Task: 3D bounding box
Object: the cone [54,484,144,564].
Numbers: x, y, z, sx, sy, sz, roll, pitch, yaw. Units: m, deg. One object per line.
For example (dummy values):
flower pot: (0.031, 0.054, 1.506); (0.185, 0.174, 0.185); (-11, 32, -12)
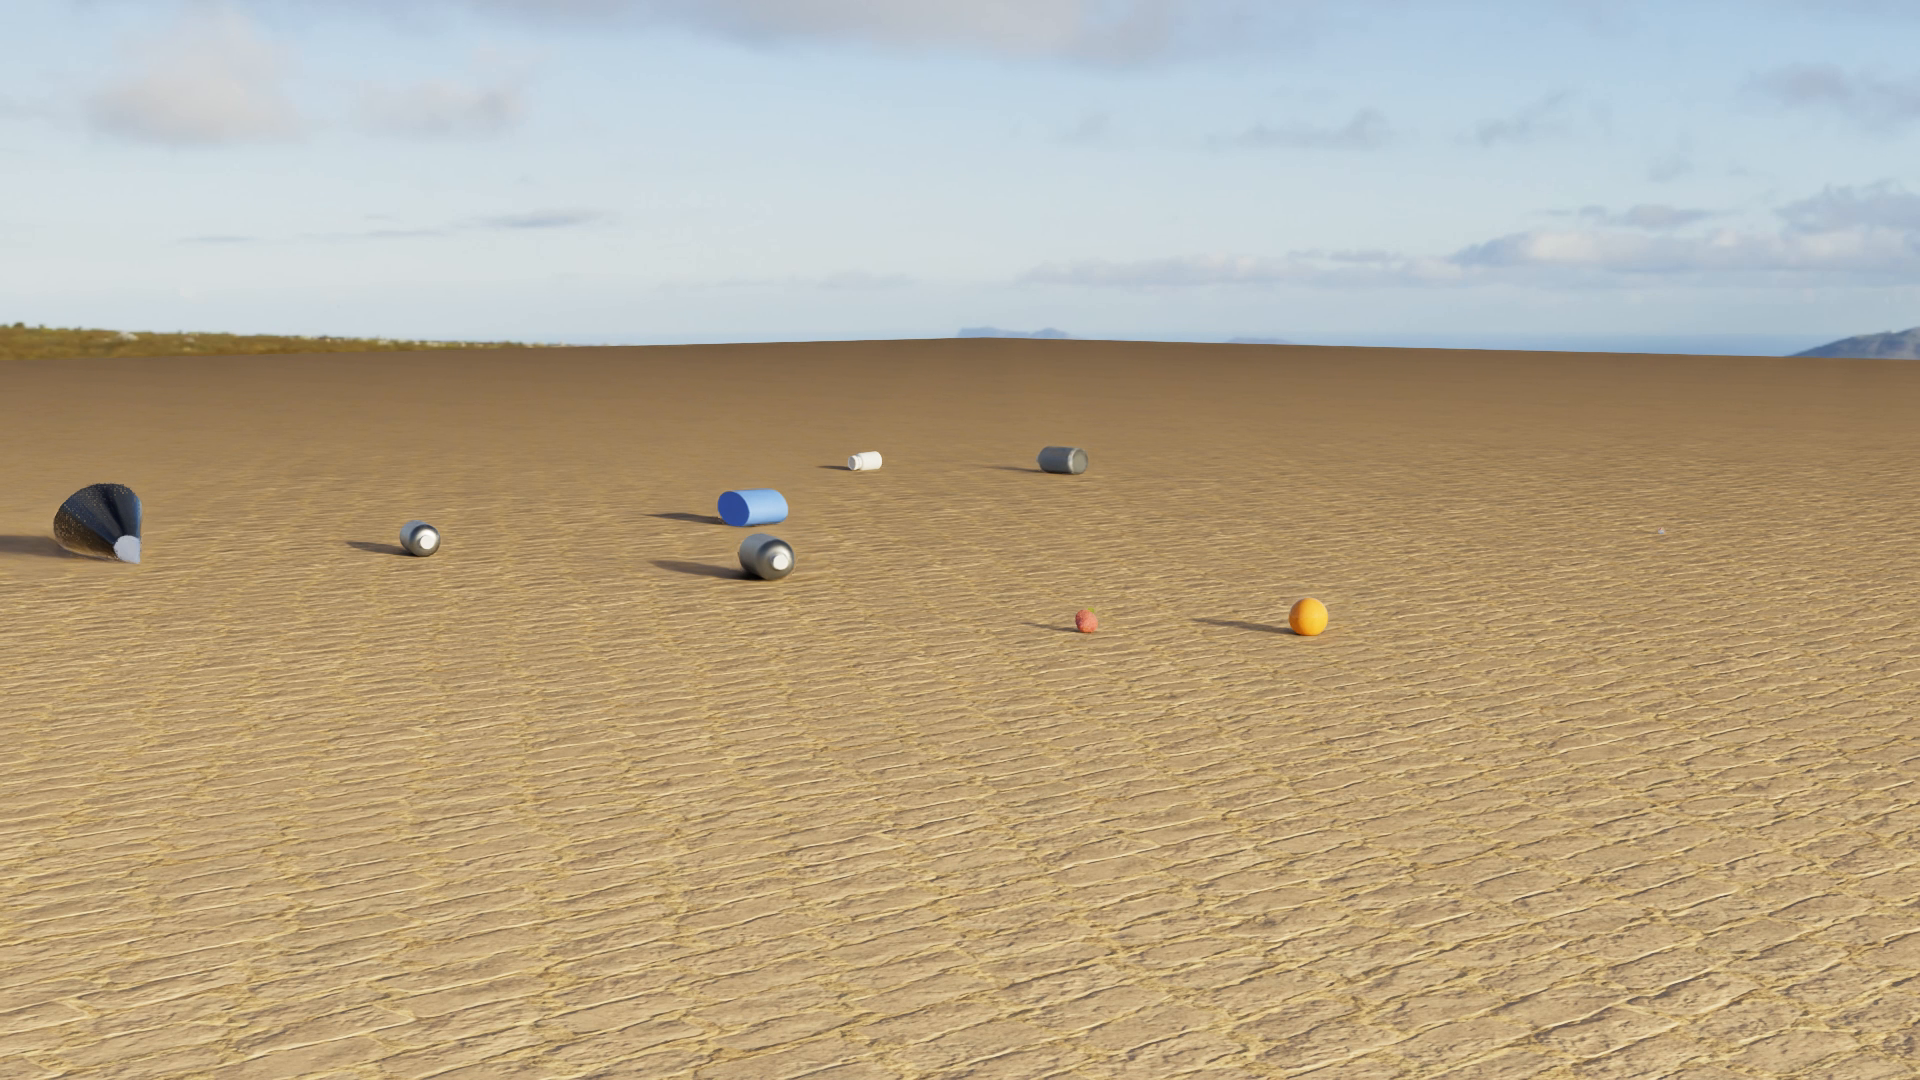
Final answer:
cone: (-1.946, 0.004, 5.937); (0.189, 0.197, 0.237); (39, 7, 32)
